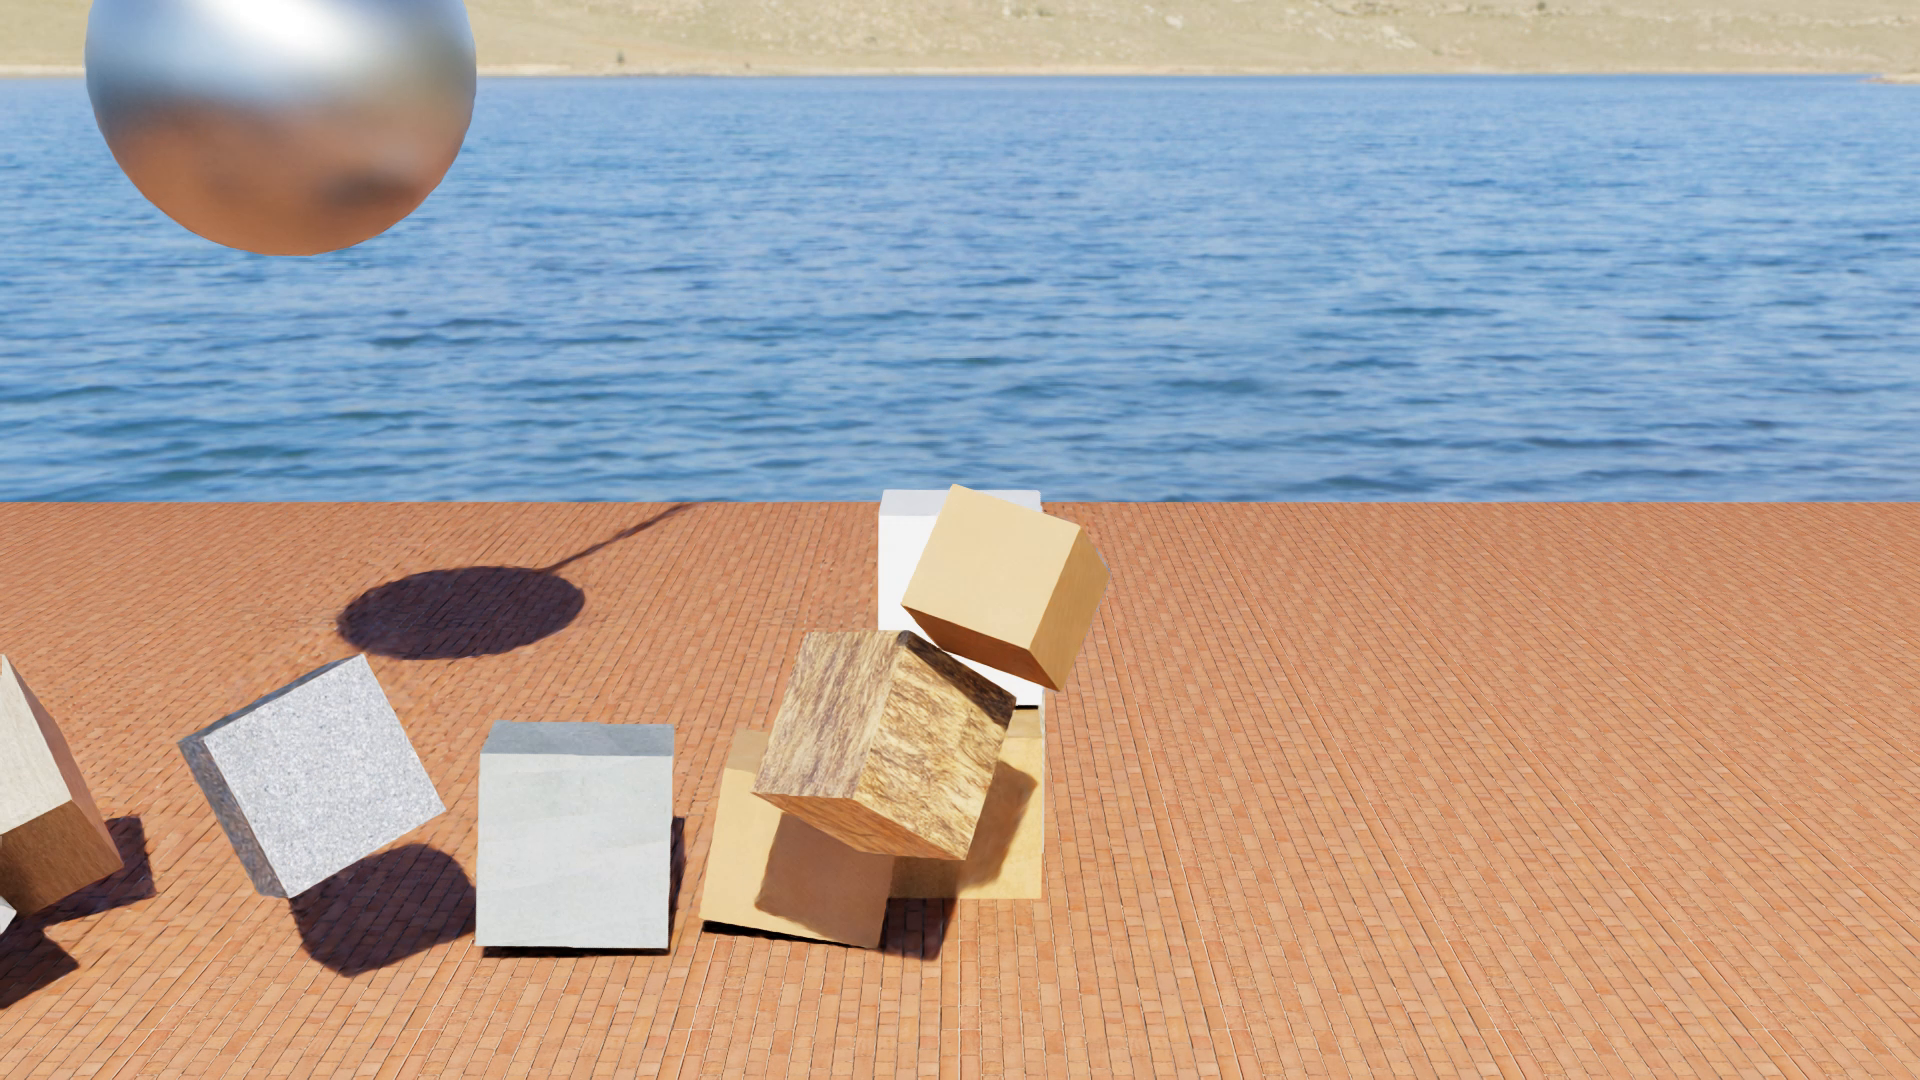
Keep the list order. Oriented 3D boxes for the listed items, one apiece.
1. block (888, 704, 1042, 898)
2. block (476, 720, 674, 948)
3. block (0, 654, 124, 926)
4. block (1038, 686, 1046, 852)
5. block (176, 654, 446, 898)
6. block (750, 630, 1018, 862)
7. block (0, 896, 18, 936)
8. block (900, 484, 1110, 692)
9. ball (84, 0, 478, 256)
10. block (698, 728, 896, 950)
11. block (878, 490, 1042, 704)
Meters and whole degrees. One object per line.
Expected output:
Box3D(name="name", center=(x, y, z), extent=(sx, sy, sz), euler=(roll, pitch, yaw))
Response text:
Box3D(name="block", center=(0.002, 1.139, 11.319), extent=(0.696, 0.709, 0.650), euler=(0, 10, 0))
Box3D(name="block", center=(-1.567, 1.194, 10.539), extent=(0.754, 0.768, 0.826), euler=(2, 5, -6))
Box3D(name="block", center=(-3.925, 1.058, 10.287), extent=(0.716, 0.716, 0.760), euler=(-27, -23, -14))
Box3D(name="block", center=(0.008, 0.992, 12.028), extent=(0.751, 0.745, 0.778), euler=(0, 10, 0))
Box3D(name="block", center=(-2.324, 0.844, 9.172), extent=(0.618, 0.630, 0.560), euler=(-30, 7, -25))
Box3D(name="block", center=(-0.260, 0.708, 8.883), extent=(0.541, 0.609, 0.555), euler=(-3, -28, 47))
Box3D(name="block", center=(-3.950, 1.352, 9.207), extent=(0.600, 0.599, 0.653), euler=(29, -9, 33))
Box3D(name="block", center=(0.157, 0.162, 8.461), extent=(0.460, 0.437, 0.504), euler=(19, -13, 20))
Box3D(name="ball", center=(-2.848, -1.998, 10.817), extent=(1.600, 1.600, 1.600), euler=(0, 10, 0))
Box3D(name="block", center=(-0.638, 1.231, 10.665), extent=(0.737, 0.640, 0.643), euler=(10, 10, -2))
Box3D(name="block", center=(0.005, 0.247, 11.656), extent=(0.720, 0.853, 0.712), euler=(0, 10, 0))
